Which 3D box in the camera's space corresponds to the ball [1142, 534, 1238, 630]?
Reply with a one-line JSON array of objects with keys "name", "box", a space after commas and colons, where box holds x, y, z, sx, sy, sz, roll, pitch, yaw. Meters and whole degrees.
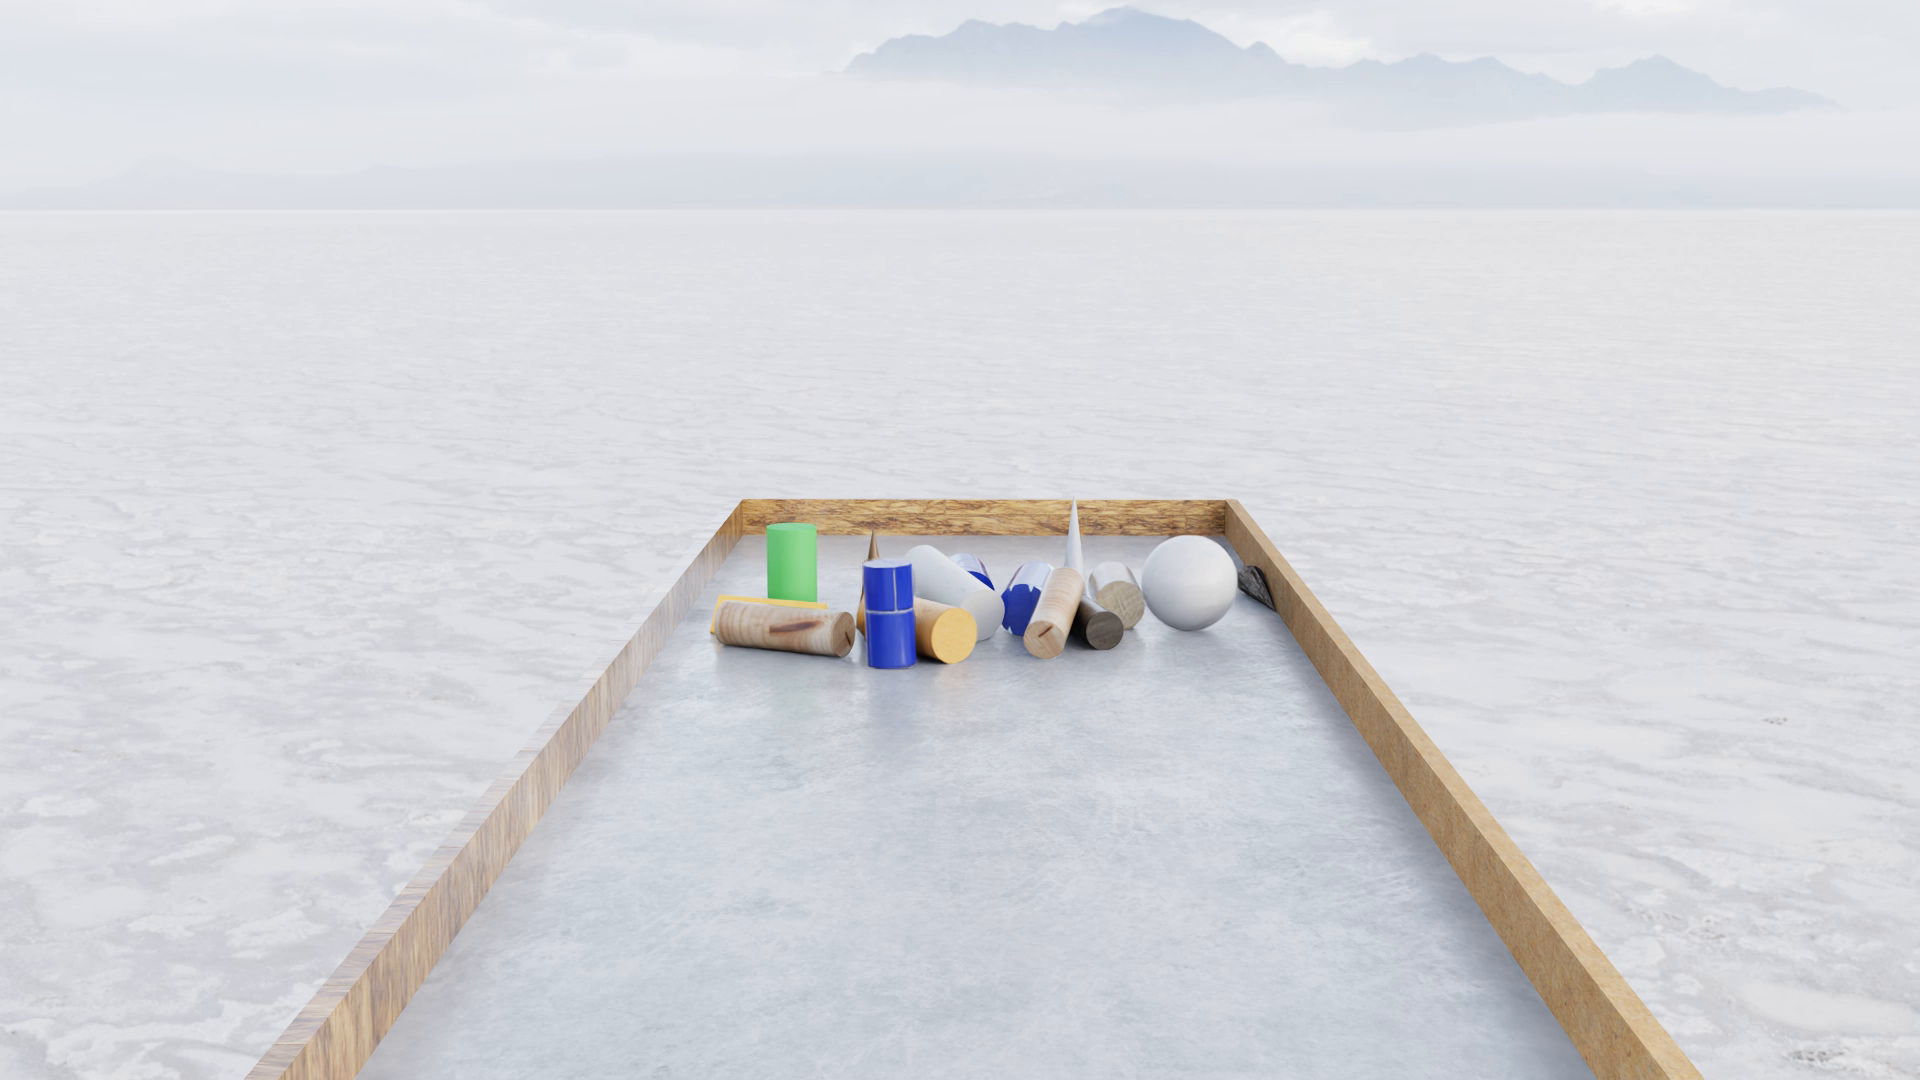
[{"name": "ball", "box": [0.745, 0.139, 7.135, 0.313, 0.313, 0.313, 0, 9, 0]}]

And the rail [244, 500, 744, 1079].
[{"name": "rail", "box": [-1.004, 0.839, 3.234, 0.050, 0.150, 12.000, 0, 9, 1]}]

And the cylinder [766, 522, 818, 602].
[{"name": "cylinder", "box": [-0.551, 0.118, 7.218, 0.164, 0.328, 0.164, 0, 9, 0]}]

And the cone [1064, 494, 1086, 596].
[{"name": "cone", "box": [0.373, 0.057, 7.202, 0.113, 0.453, 0.113, 0, 9, 0]}]

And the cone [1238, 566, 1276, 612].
[{"name": "cone", "box": [1.052, 0.193, 7.630, 0.102, 0.102, 0.378, -1, 17, -6]}]

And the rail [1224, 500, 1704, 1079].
[{"name": "rail", "box": [1.046, 0.843, 3.208, 0.050, 0.150, 12.000, 0, 9, 1]}]

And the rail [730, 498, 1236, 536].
[{"name": "rail", "box": [0.099, -0.098, 9.147, 2.100, 0.150, 0.050, 0, 9, 1]}]

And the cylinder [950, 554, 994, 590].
[{"name": "cylinder", "box": [0.023, 0.157, 7.485, 0.168, 0.168, 0.365, -1, 9, -4]}]

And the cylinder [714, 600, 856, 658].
[{"name": "cylinder", "box": [-0.546, 0.274, 6.835, 0.430, 0.140, 0.140, 5, 10, 27]}]

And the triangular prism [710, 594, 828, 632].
[{"name": "triangular prism", "box": [-0.604, 0.245, 7.077, 0.386, 0.114, 0.132, 4, 10, 23]}]

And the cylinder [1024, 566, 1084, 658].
[{"name": "cylinder", "box": [0.296, 0.224, 6.861, 0.128, 0.128, 0.382, 2, 26, 12]}]

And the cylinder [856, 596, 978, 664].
[{"name": "cylinder", "box": [-0.137, 0.264, 6.804, 0.170, 0.170, 0.408, -7, 11, -36]}]

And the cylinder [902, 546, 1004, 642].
[{"name": "cylinder", "box": [-0.034, 0.169, 7.120, 0.177, 0.177, 0.415, -5, 22, -28]}]

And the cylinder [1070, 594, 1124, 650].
[{"name": "cylinder", "box": [0.413, 0.257, 6.996, 0.122, 0.122, 0.333, -2, 9, -13]}]

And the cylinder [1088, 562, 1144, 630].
[{"name": "cylinder", "box": [0.520, 0.183, 7.332, 0.163, 0.163, 0.388, 0, 9, 0]}]

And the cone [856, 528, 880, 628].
[{"name": "cone", "box": [-0.282, 0.119, 7.178, 0.122, 0.338, 0.122, 0, 9, 0]}]

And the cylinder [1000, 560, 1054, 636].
[{"name": "cylinder", "box": [0.232, 0.190, 7.259, 0.172, 0.172, 0.448, 1, 9, 7]}]

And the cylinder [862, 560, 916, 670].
[{"name": "cylinder", "box": [-0.210, 0.222, 6.602, 0.148, 0.309, 0.148, -2, 9, 0]}]
